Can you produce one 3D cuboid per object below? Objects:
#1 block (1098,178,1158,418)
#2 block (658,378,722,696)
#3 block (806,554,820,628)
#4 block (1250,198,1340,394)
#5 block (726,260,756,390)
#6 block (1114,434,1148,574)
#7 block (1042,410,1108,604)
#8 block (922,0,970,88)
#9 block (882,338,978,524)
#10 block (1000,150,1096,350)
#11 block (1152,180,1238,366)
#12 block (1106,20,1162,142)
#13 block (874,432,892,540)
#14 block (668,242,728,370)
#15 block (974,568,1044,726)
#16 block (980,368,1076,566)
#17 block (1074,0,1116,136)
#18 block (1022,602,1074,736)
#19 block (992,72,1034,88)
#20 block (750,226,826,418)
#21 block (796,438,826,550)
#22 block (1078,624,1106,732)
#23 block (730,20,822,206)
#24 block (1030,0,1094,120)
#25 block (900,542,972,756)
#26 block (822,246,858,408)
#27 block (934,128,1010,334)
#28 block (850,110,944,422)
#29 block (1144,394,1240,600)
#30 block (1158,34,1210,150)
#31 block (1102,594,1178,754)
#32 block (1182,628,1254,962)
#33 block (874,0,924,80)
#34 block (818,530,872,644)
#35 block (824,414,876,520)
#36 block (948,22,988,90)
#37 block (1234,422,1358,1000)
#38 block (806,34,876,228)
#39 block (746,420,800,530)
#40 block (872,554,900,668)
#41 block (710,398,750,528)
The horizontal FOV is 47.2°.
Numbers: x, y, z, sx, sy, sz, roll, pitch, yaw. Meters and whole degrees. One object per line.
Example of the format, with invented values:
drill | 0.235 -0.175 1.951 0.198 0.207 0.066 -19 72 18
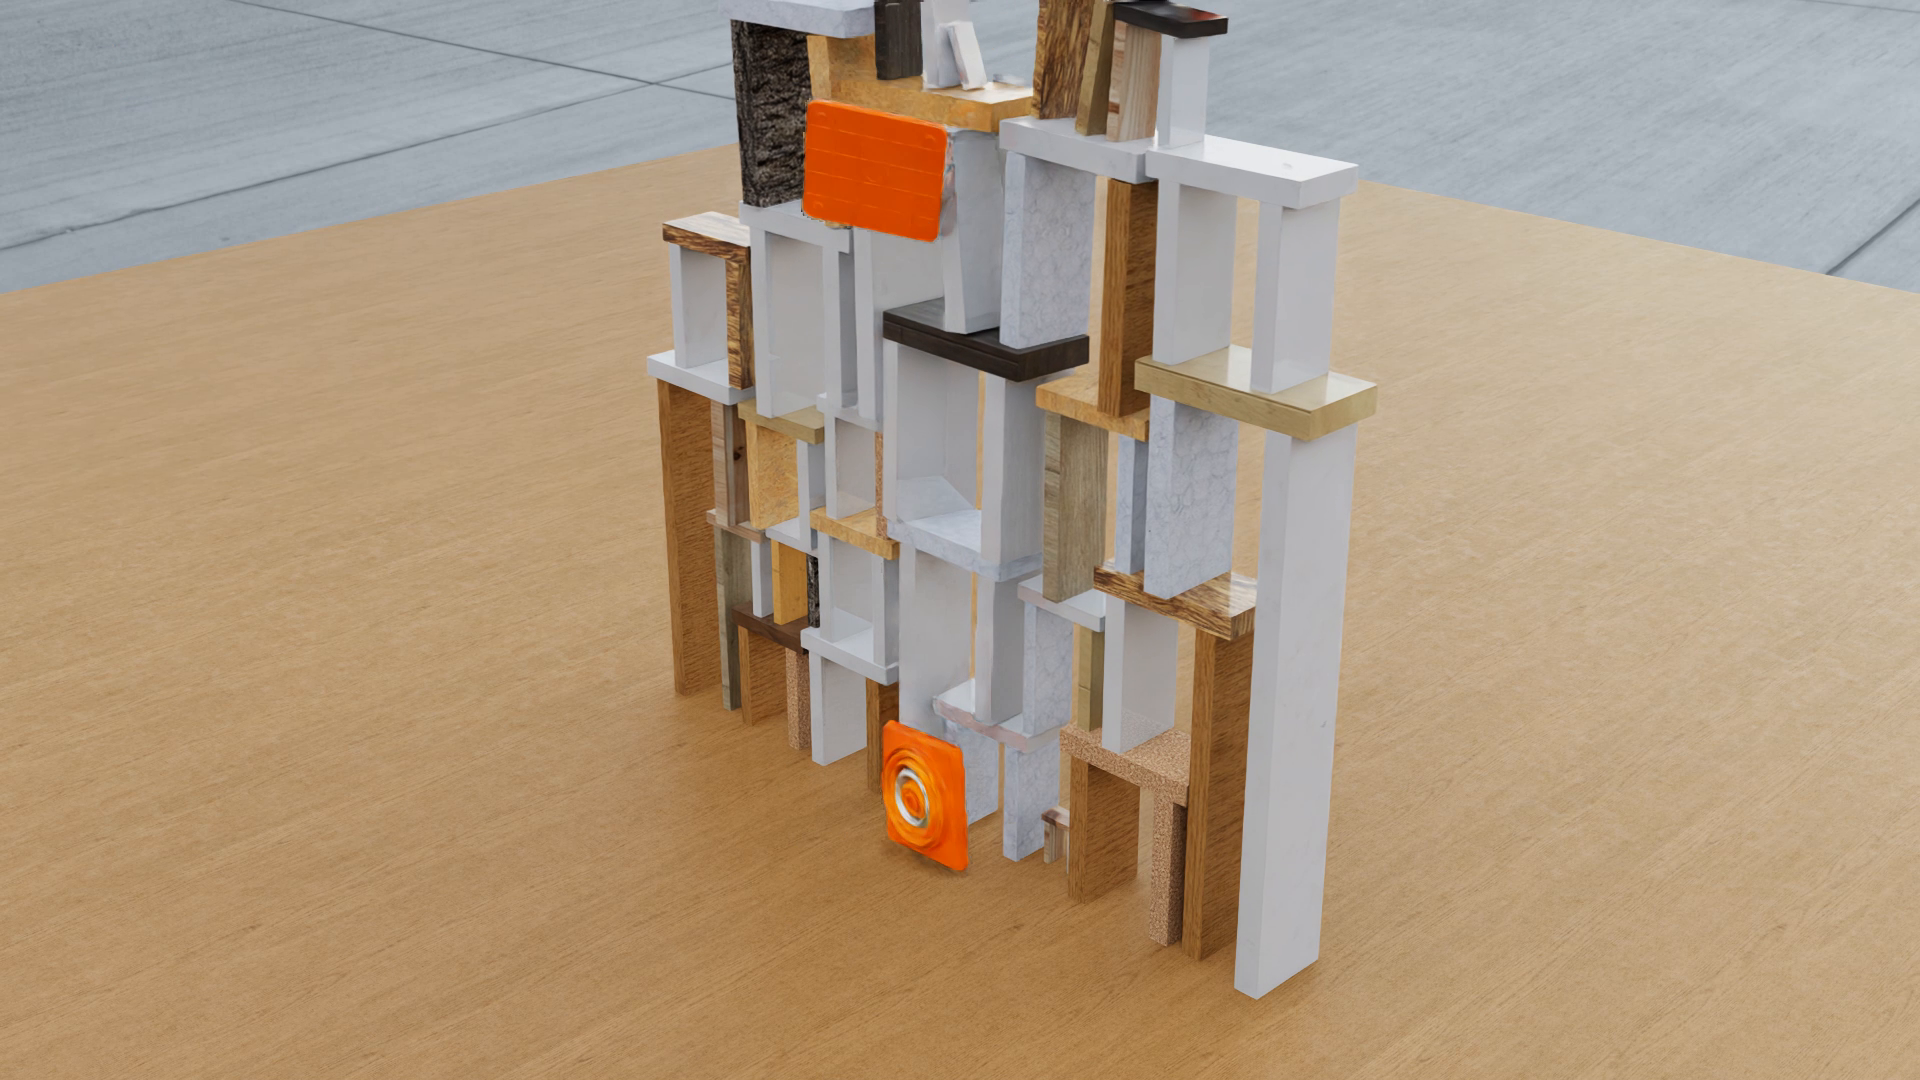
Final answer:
block | 0.315 -0.421 3.716 0.048 0.402 0.171 21 30 39
block | -0.580 -0.016 4.845 0.139 0.745 0.039 -21 31 -41
block | -0.279 0.094 4.572 0.082 0.165 0.023 -21 31 -40
block | 0.531 -0.397 3.482 0.043 0.304 0.152 21 31 40
block | -0.411 -0.451 4.476 0.038 0.266 0.133 22 31 38
block | 0.328 -0.078 3.841 0.036 0.254 0.127 21 31 40
block | 0.209 -0.075 3.976 0.127 0.366 0.036 -21 31 -40
block | -0.024 -0.911 3.931 0.027 0.194 0.097 10 22 39
block | -0.056 -0.222 4.200 0.180 0.360 0.051 -12 25 -30
block | 0.155 -0.520 3.870 0.171 0.342 0.048 -17 29 -38
block | 0.387 -0.453 3.613 0.043 0.304 0.152 21 31 40
block | 0.289 -0.757 3.614 0.090 0.196 0.025 -16 31 -37
block | -0.114 -0.119 4.297 0.110 0.220 0.031 -21 31 -41
block | -0.537 -0.502 4.595 0.133 0.266 0.038 -21 30 -40
block | 0.099 0.187 4.202 0.044 0.309 0.154 21 29 40
block | 0.124 -0.149 4.026 0.180 0.360 0.051 -19 29 -40
block | 0.261 -0.787 3.646 0.113 0.226 0.032 -13 36 -32
block | 0.167 0.229 4.154 0.104 0.273 0.029 -21 31 -40
block | 0.121 -0.825 4.009 0.113 0.016 0.057 18 -2 21
block | -0.340 -0.450 4.405 0.045 0.387 0.158 21 30 40
block | -0.274 -0.107 4.476 0.033 0.233 0.117 20 30 40
block | 0.264 0.239 4.046 0.104 0.208 0.029 -21 31 -40
block | -0.348 -0.836 4.253 0.050 0.351 0.175 17 28 41
block | 0.187 -0.839 3.771 0.113 0.226 0.032 -9 29 -24
block | -0.048 0.196 4.364 0.044 0.450 0.154 21 30 40
block | -0.189 -0.426 4.256 0.045 0.315 0.158 21 30 40
block | 0.049 -0.564 3.950 0.179 0.357 0.051 -17 20 -38
block | -0.114 -0.524 4.143 0.179 0.579 0.051 -17 25 -39
block | 0.396 -0.095 3.747 0.051 0.358 0.179 21 31 40
block | 0.358 -0.723 3.521 0.025 0.179 0.090 22 31 40
block | 0.327 0.219 3.968 0.043 0.306 0.153 21 31 40
block | 0.471 0.434 3.903 0.043 0.651 0.153 21 31 41
block | -0.112 -0.940 4.004 0.027 0.193 0.097 15 25 39
block | -0.232 0.080 4.506 0.121 0.241 0.034 -21 31 -41
block | -0.217 -0.160 4.393 0.110 0.220 0.031 -21 31 -41
block | 0.014 -0.865 3.929 0.016 0.113 0.057 -8 12 38
block | 0.566 0.290 3.728 0.179 1.053 0.051 -21 31 -41
block | -0.191 -0.777 4.112 0.050 0.351 0.175 12 25 40
block | -0.386 -0.149 4.576 0.033 0.233 0.117 20 30 40
block | -0.119 0.124 4.401 0.121 0.241 0.034 -21 31 -41
block | -0.453 -0.179 4.631 0.039 0.278 0.139 21 31 41
